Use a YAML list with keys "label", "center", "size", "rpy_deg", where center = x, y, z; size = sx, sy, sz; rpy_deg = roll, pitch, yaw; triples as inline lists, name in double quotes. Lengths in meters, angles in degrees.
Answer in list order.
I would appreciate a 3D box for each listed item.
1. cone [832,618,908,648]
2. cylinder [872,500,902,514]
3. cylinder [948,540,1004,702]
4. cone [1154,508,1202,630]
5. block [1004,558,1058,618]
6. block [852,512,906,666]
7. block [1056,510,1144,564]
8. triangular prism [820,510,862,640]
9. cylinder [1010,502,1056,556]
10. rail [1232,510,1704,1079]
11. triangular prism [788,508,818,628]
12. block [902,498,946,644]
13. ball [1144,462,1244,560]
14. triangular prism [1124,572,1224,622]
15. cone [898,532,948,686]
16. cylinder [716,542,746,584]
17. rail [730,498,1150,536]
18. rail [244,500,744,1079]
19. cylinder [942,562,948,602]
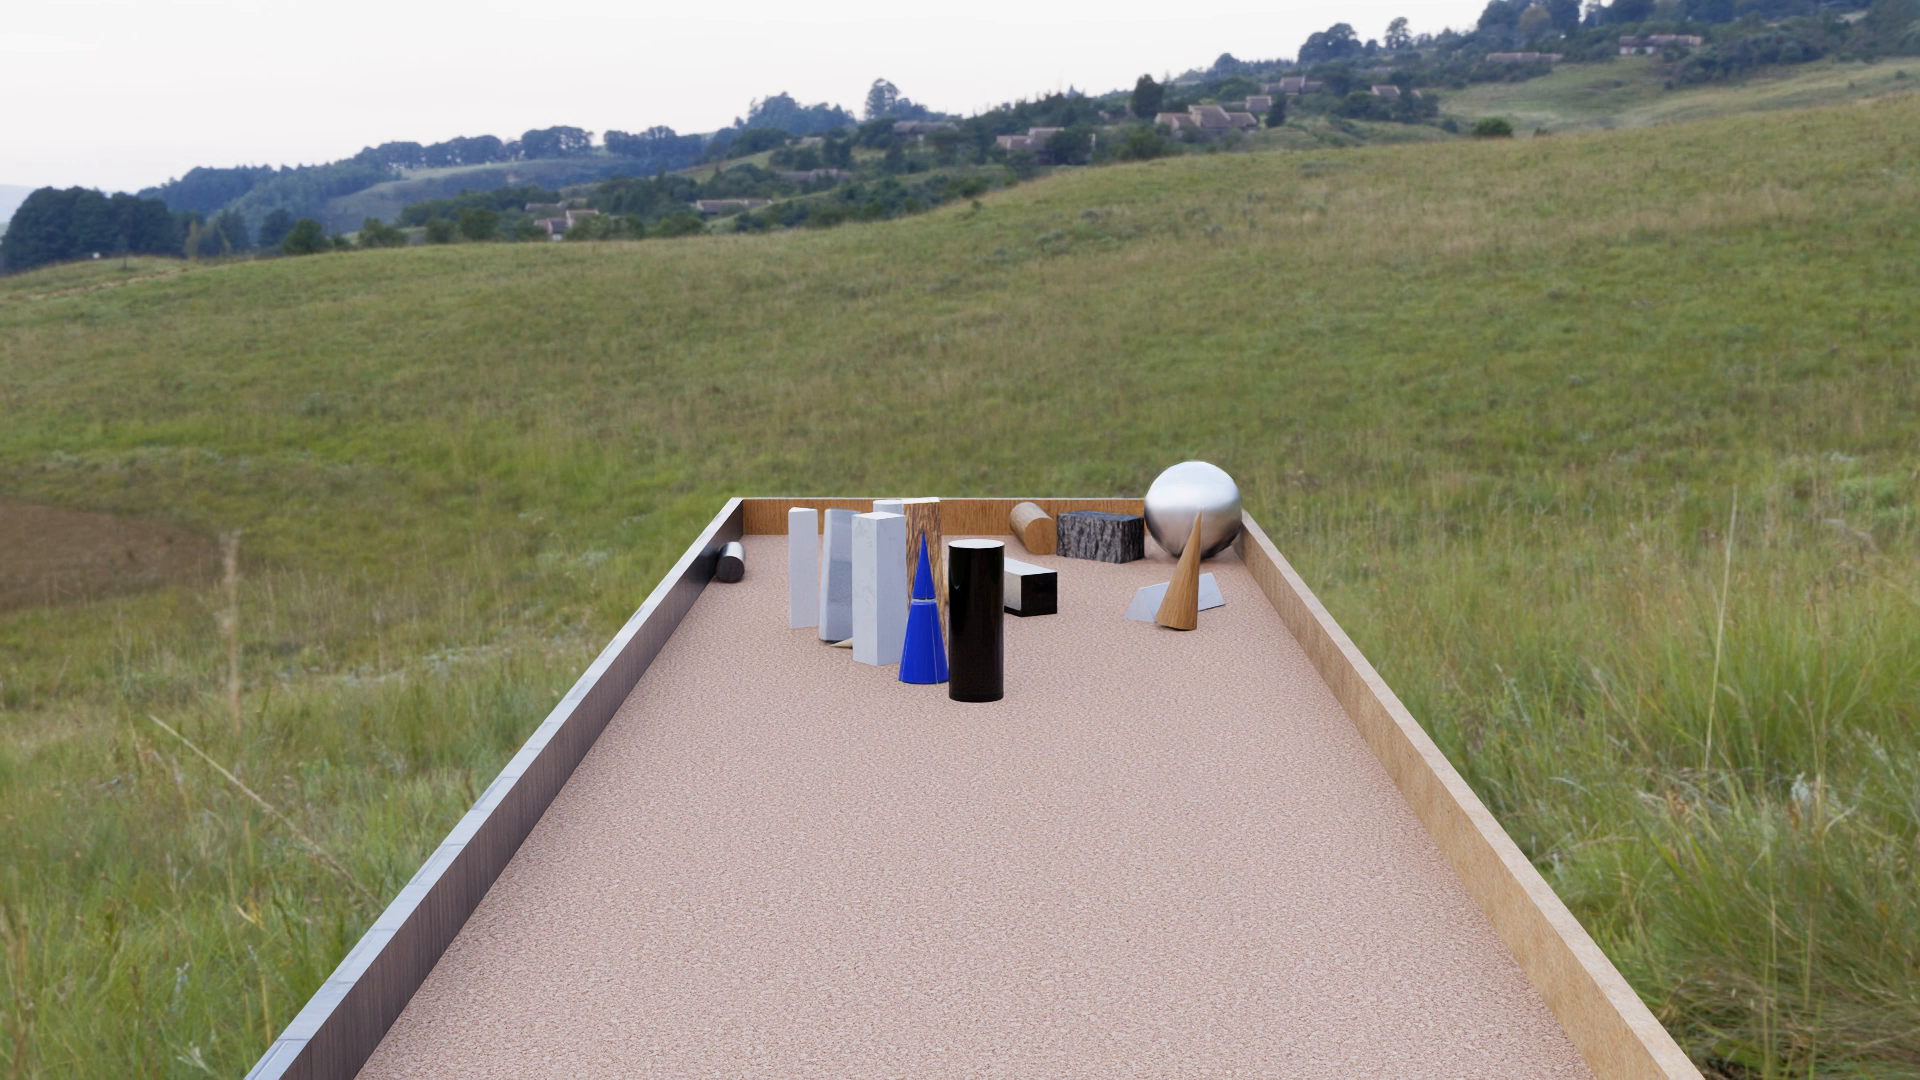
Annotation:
- label: "cone"
  center: [-0.277, 0.313, 6.847]
  size: [0.305, 0.117, 0.117]
  rpy_deg: [-8, 6, 20]
- label: "cylinder"
  center: [-0.231, 0.081, 7.179]
  size: [0.104, 0.414, 0.104]
  rpy_deg: [0, 9, 0]
- label: "cylinder"
  center: [0.046, 0.226, 6.183]
  size: [0.157, 0.438, 0.157]
  rpy_deg: [0, 9, 0]
- label: "cone"
  center: [0.745, 0.083, 7.161]
  size: [0.141, 0.395, 0.141]
  rpy_deg: [11, 11, -2]
- label: "block"
  center: [0.161, 0.155, 7.574]
  size: [0.144, 0.144, 0.425]
  rpy_deg: [-5, 10, -29]
- label: "block"
  center: [-0.245, 0.147, 6.657]
  size: [0.116, 0.447, 0.116]
  rpy_deg: [-8, 12, -42]
- label: "block"
  center: [0.547, -0.014, 8.576]
  size: [0.302, 0.163, 0.163]
  rpy_deg: [7, 11, 37]
- label: "triangular prism"
  center: [-0.404, 0.110, 6.984]
  size: [0.122, 0.411, 0.105]
  rpy_deg: [4, -2, -42]
- label: "cylinder"
  center: [0.300, -0.048, 8.835]
  size: [0.150, 0.150, 0.434]
  rpy_deg: [-1, 9, -6]
- label: "rail"
  center: [1.046, 0.843, 3.208]
  size: [0.050, 0.150, 12.000]
  rpy_deg: [0, 9, 1]
- label: "triangular prism"
  center: [-0.528, 0.089, 7.217]
  size: [0.100, 0.385, 0.086]
  rpy_deg: [-4, 10, -25]
- label: "block"
  center: [-0.113, 0.099, 6.920]
  size: [0.113, 0.452, 0.113]
  rpy_deg: [-3, 8, -4]
- label: "ball"
  center: [0.904, -0.113, 8.501]
  size: [0.382, 0.382, 0.382]
  rpy_deg: [0, 9, 0]
- label: "triangular prism"
  center: [0.733, 0.189, 7.463]
  size: [0.122, 0.105, 0.411]
  rpy_deg: [8, 12, 41]
- label: "cone"
  center: [-0.105, 0.189, 6.397]
  size: [0.154, 0.445, 0.154]
  rpy_deg: [0, 9, 0]
- label: "cylinder"
  center: [-0.848, 0.082, 8.164]
  size: [0.103, 0.103, 0.324]
  rpy_deg: [-1, 9, -4]
- label: "rail"
  center: [0.099, -0.098, 9.147]
  size: [2.100, 0.150, 0.050]
  rpy_deg: [0, 9, 1]
- label: "rail"
  center: [-1.004, 0.839, 3.234]
  size: [0.050, 0.150, 12.000]
  rpy_deg: [0, 9, 1]
- label: "cylinder"
  center: [-0.037, 0.153, 7.639]
  size: [0.127, 0.127, 0.428]
  rpy_deg: [-5, 10, -27]
